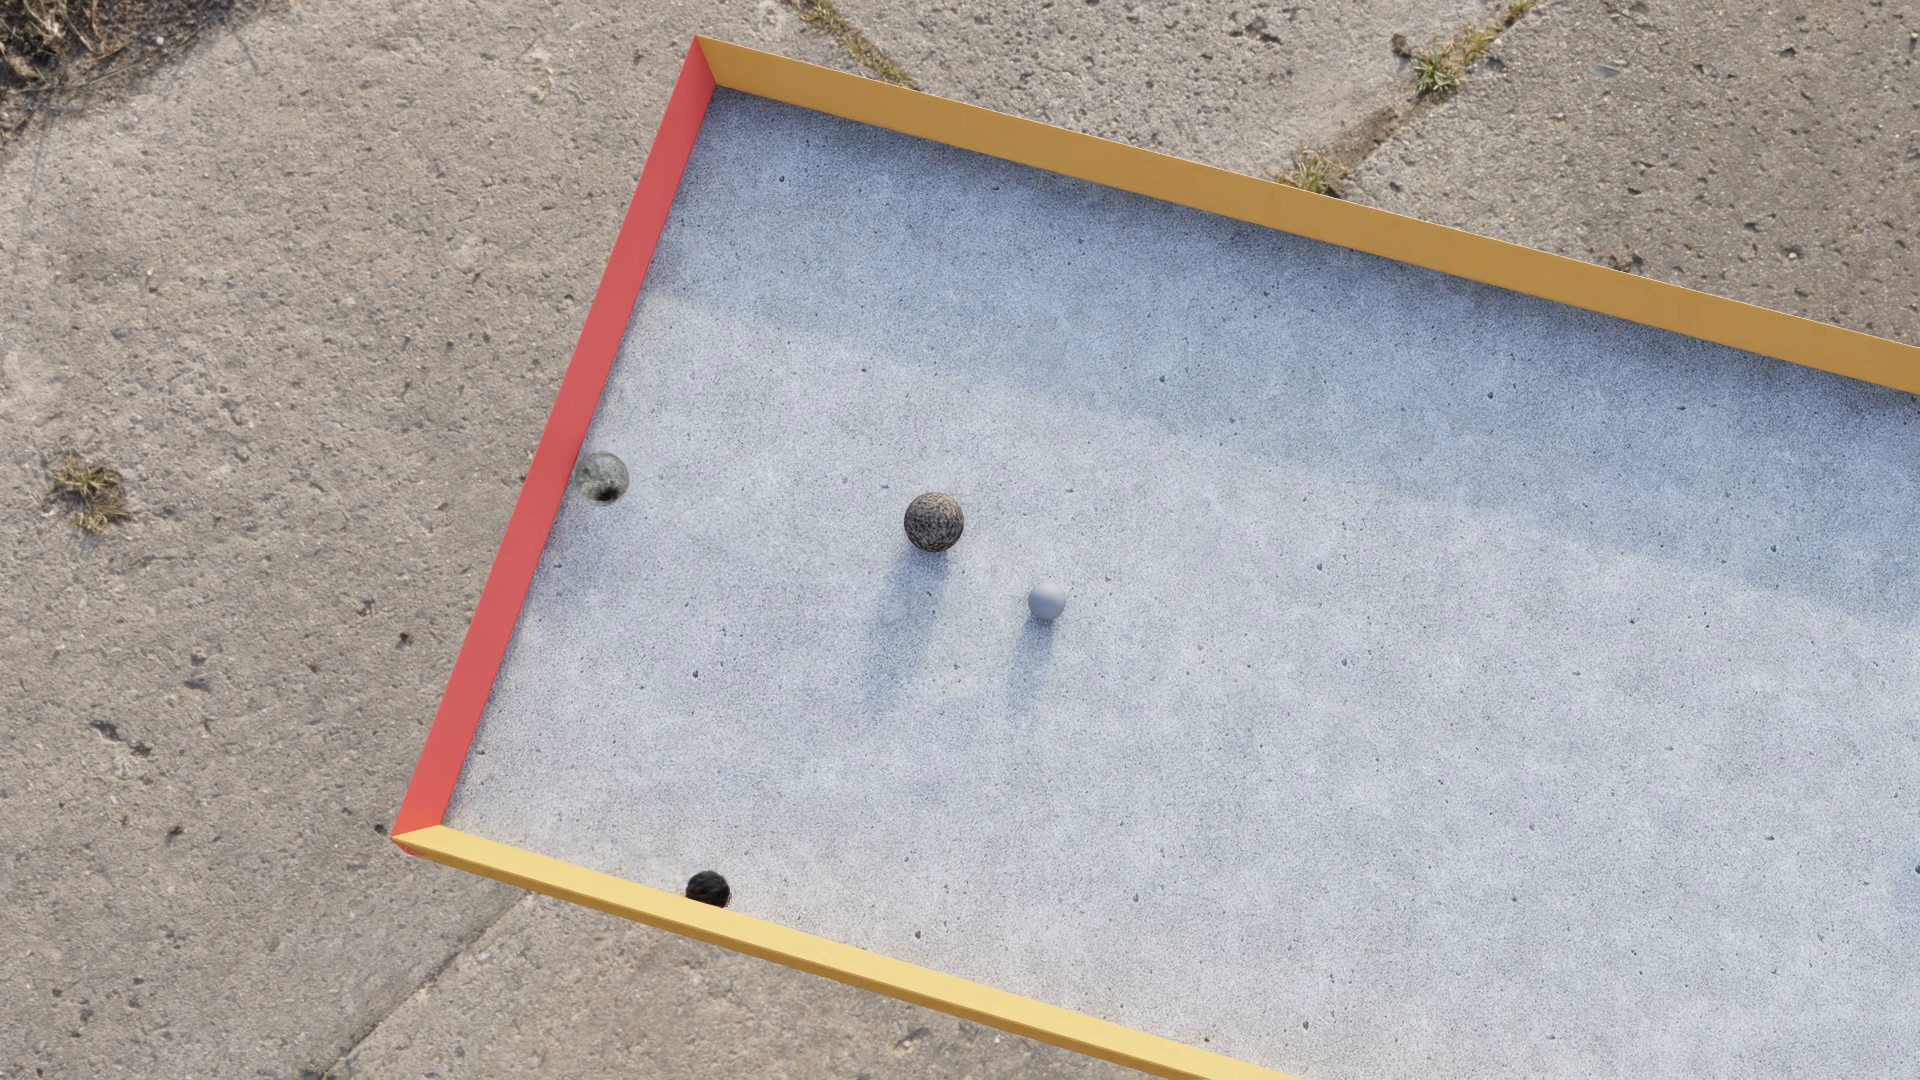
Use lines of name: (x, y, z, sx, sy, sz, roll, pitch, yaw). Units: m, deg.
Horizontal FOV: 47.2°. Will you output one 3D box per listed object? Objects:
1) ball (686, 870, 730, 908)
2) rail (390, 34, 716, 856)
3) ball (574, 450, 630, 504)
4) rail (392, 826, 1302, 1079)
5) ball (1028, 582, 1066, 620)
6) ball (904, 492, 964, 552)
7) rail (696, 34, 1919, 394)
ball: (-0.372, 0.520, 3.245, 0.064, 0.064, 0.064, 0, 71, 0)
rail: (-0.609, -0.175, 3.453, 0.045, 0.122, 1.393, 15, 72, 5)
ball: (-0.561, -0.097, 3.448, 0.085, 0.085, 0.085, 0, 71, 0)
rail: (0.443, 0.777, 3.124, 2.630, 0.122, 0.045, 15, 72, 5)
ball: (0.134, 0.095, 3.395, 0.059, 0.059, 0.059, 0, 71, 0)
ball: (-0.040, -0.028, 3.418, 0.094, 0.094, 0.094, 0, 71, 0)
rail: (0.819, -0.444, 3.546, 2.630, 0.122, 0.045, 15, 72, 5)
